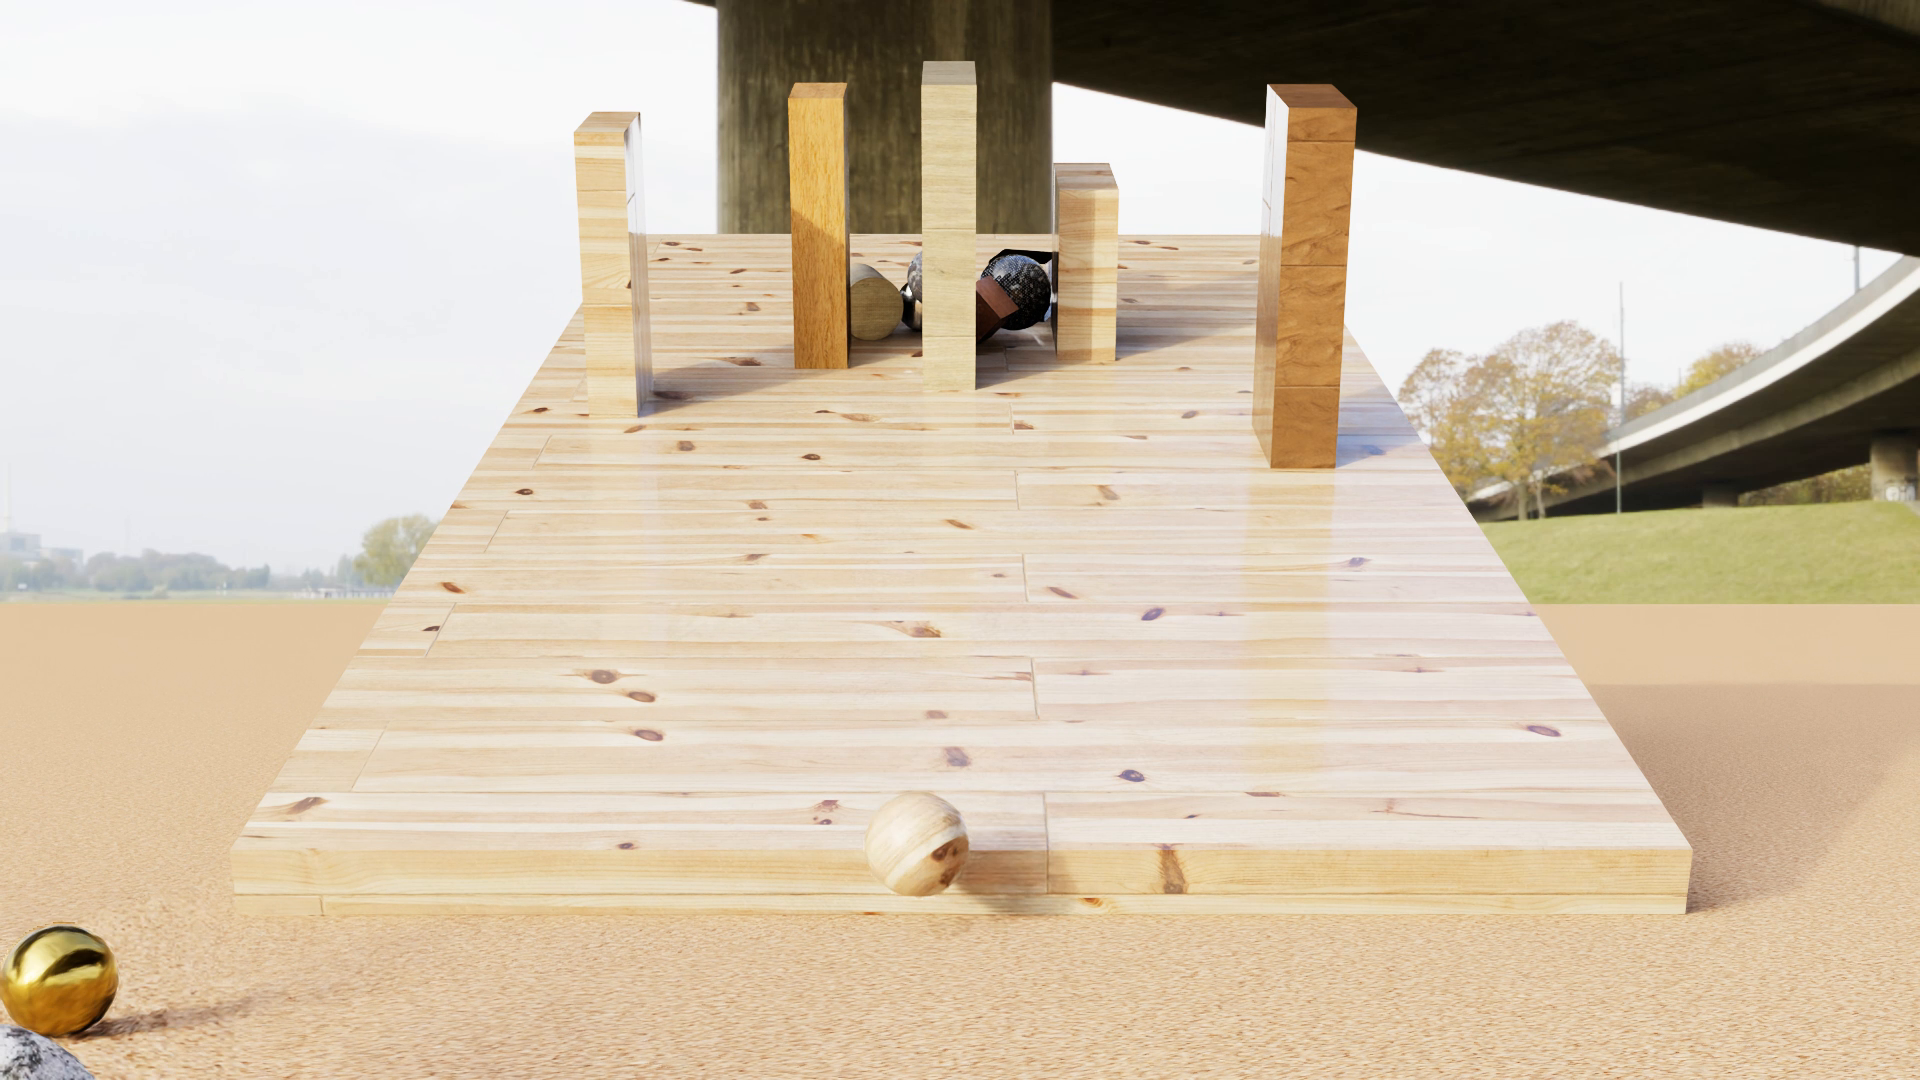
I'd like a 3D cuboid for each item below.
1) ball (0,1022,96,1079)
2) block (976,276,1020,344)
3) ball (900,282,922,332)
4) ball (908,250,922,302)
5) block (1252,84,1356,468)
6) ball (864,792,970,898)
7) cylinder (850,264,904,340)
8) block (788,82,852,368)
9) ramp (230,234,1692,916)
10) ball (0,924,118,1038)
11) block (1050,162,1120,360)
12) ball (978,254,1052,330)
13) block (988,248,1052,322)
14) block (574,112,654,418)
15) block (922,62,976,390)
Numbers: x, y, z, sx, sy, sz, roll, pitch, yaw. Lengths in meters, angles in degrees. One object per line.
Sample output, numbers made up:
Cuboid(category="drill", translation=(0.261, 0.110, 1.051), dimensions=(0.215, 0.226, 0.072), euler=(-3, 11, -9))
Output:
Cuboid(category="ball", translation=(-0.604, 0.383, 1.371), dimensions=(0.180, 0.180, 0.180), euler=(0, -1, 0))
Cuboid(category="block", translation=(0.052, -0.569, 5.623), dimensions=(0.113, 0.113, 0.113), euler=(-43, -4, 31))
Cuboid(category="ball", translation=(-0.097, -0.598, 5.741), dimensions=(0.134, 0.134, 0.134), euler=(0, -1, 0))
Cuboid(category="ball", translation=(-0.055, -0.653, 5.617), dimensions=(0.154, 0.154, 0.154), euler=(0, -1, 0))
Cuboid(category="block", translation=(0.710, -0.551, 4.710), dimensions=(0.135, 0.743, 0.312), euler=(0, 20, 0))
Cuboid(category="ball", translation=(-0.056, 0.400, 2.969), dimensions=(0.138, 0.138, 0.138), euler=(0, -1, 0))
Cuboid(category="cylinder", translation=(-0.242, -0.602, 5.710), dimensions=(0.162, 0.162, 0.162), euler=(0, 19, -18))
Cuboid(category="block", translation=(-0.333, -0.753, 5.419), dimensions=(0.126, 0.642, 0.243), euler=(0, 20, 0))
Cuboid(category="ramp", translation=(-0.005, -0.205, 4.991), dimensions=(2.000, 0.100, 4.000), euler=(0, 20, 0))
Cuboid(category="ball", translation=(-0.900, 0.441, 2.263), dimensions=(0.111, 0.111, 0.111), euler=(0, -1, 0))
Cuboid(category="block", translation=(0.305, -0.692, 5.588), dimensions=(0.141, 0.416, 0.363), euler=(0, 20, 0))
Cuboid(category="ball", translation=(0.138, -0.628, 5.739), dimensions=(0.193, 0.193, 0.193), euler=(0, -1, 0))
Cuboid(category="block", translation=(0.168, -0.666, 5.907), dimensions=(0.151, 0.151, 0.151), euler=(6, 21, 16))
Cuboid(category="block", translation=(-0.769, -0.615, 5.047), dimensions=(0.107, 0.634, 0.281), euler=(0, 20, 0))
Cuboid(category="block", translation=(-0.026, -0.741, 5.301), dimensions=(0.121, 0.700, 0.381), euler=(0, 20, 0))
